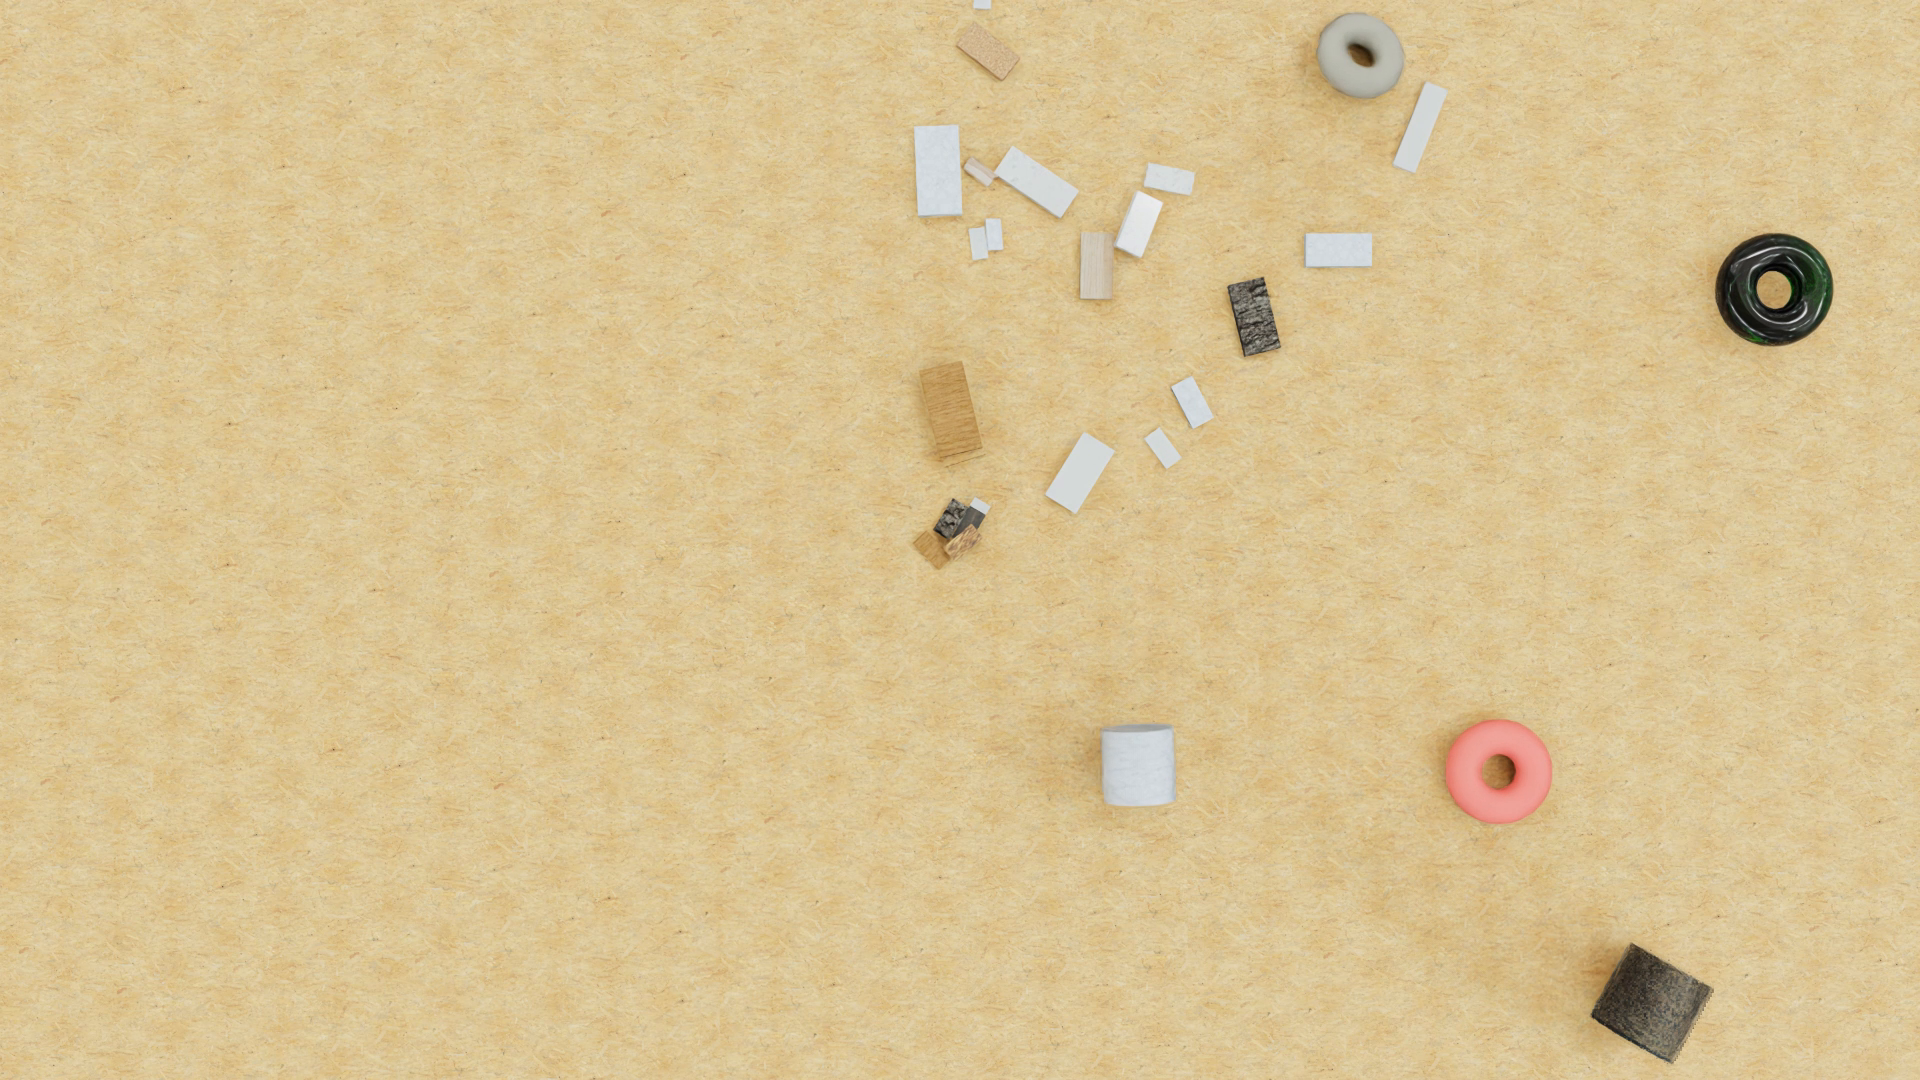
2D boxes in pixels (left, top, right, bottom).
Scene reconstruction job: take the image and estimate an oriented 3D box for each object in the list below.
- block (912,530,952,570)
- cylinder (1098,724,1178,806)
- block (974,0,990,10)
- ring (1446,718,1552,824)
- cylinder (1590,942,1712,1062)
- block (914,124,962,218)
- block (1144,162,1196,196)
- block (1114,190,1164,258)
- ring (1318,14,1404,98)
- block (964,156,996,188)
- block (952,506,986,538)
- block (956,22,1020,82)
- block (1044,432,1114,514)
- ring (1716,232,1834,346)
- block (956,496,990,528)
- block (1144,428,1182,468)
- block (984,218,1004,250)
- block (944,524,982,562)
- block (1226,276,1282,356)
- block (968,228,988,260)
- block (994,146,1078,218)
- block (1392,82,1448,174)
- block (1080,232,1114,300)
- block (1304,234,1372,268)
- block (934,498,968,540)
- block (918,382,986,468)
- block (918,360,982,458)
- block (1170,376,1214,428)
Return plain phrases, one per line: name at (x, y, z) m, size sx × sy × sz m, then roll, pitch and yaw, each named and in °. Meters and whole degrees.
block at (-0.091, 0.034, 5.491) m, size 0.063 × 0.018 × 0.126 m, roll -45°, pitch 90°, yaw 0°
cylinder at (0.580, 0.732, 5.383) m, size 0.236 × 0.236 × 0.236 m, roll -6°, pitch 86°, yaw 0°
block at (0.076, -1.825, 5.492) m, size 0.057 × 0.016 × 0.114 m, roll 3°, pitch 90°, yaw 0°
ring at (1.778, 0.764, 5.443) m, size 0.348 × 0.116 × 0.348 m, roll 0°, pitch 91°, yaw 1°
cylinder at (2.245, 1.501, 5.363) m, size 0.275 × 0.275 × 0.275 m, roll 29°, pitch 90°, yaw 0°
block at (-0.072, -1.225, 5.479) m, size 0.147 × 0.042 × 0.293 m, roll -3°, pitch 90°, yaw 0°
block at (0.697, -1.199, 5.489) m, size 0.157 × 0.022 × 0.079 m, roll 12°, pitch 90°, yaw 0°
block at (0.591, -1.047, 5.471) m, size 0.098 × 0.028 × 0.195 m, roll 22°, pitch 90°, yaw -19°
ring at (1.317, -1.593, 5.425) m, size 0.300 × 0.100 × 0.300 m, roll 3°, pitch 75°, yaw -12°
block at (0.066, -1.224, 5.479) m, size 0.104 × 0.015 × 0.052 m, roll 38°, pitch 127°, yaw 0°
block at (0.029, -0.046, 5.474) m, size 0.061 × 0.017 × 0.122 m, roll 31°, pitch 90°, yaw 0°
block at (0.093, -1.624, 5.486) m, size 0.195 × 0.028 × 0.098 m, roll 38°, pitch 90°, yaw 0°
block at (0.398, -0.223, 5.483) m, size 0.121 × 0.034 × 0.245 m, roll 32°, pitch 90°, yaw 0°
ring at (2.685, -0.825, 5.439) m, size 0.377 × 0.126 × 0.377 m, roll 0°, pitch 89°, yaw 1°
block at (0.044, -0.075, 5.491) m, size 0.061 × 0.017 × 0.122 m, roll 31°, pitch 90°, yaw 0°
block at (0.675, -0.305, 5.491) m, size 0.063 × 0.018 × 0.126 m, roll -36°, pitch 90°, yaw 0°
block at (0.113, -1.016, 5.486) m, size 0.052 × 0.015 × 0.103 m, roll -5°, pitch 90°, yaw -17°
block at (0.011, 0.010, 5.457) m, size 0.122 × 0.017 × 0.061 m, roll -40°, pitch 90°, yaw 0°
block at (0.978, -0.742, 5.483) m, size 0.121 × 0.034 × 0.241 m, roll -14°, pitch 90°, yaw 0°
block at (0.062, -0.987, 5.493) m, size 0.052 × 0.015 × 0.104 m, roll -8°, pitch 90°, yaw 0°
block at (0.254, -1.188, 5.485) m, size 0.267 × 0.031 × 0.109 m, roll 34°, pitch 90°, yaw 0°
block at (1.530, -1.371, 5.489) m, size 0.079 × 0.022 × 0.296 m, roll 22°, pitch 90°, yaw 0°
block at (0.454, -0.910, 5.485) m, size 0.109 × 0.031 × 0.218 m, roll 1°, pitch 90°, yaw 0°
block at (1.257, -0.963, 5.485) m, size 0.218 × 0.031 × 0.109 m, roll 0°, pitch 90°, yaw 0°
block at (-0.031, -0.070, 5.475) m, size 0.063 × 0.018 × 0.126 m, roll 32°, pitch 90°, yaw 33°
block at (-0.025, -0.404, 5.479) m, size 0.147 × 0.042 × 0.293 m, roll -18°, pitch 90°, yaw 0°
block at (-0.031, -0.430, 5.438) m, size 0.147 × 0.042 × 0.293 m, roll -13°, pitch 90°, yaw 0°
block at (0.773, -0.458, 5.489) m, size 0.079 × 0.022 × 0.158 m, roll -28°, pitch 90°, yaw 0°
